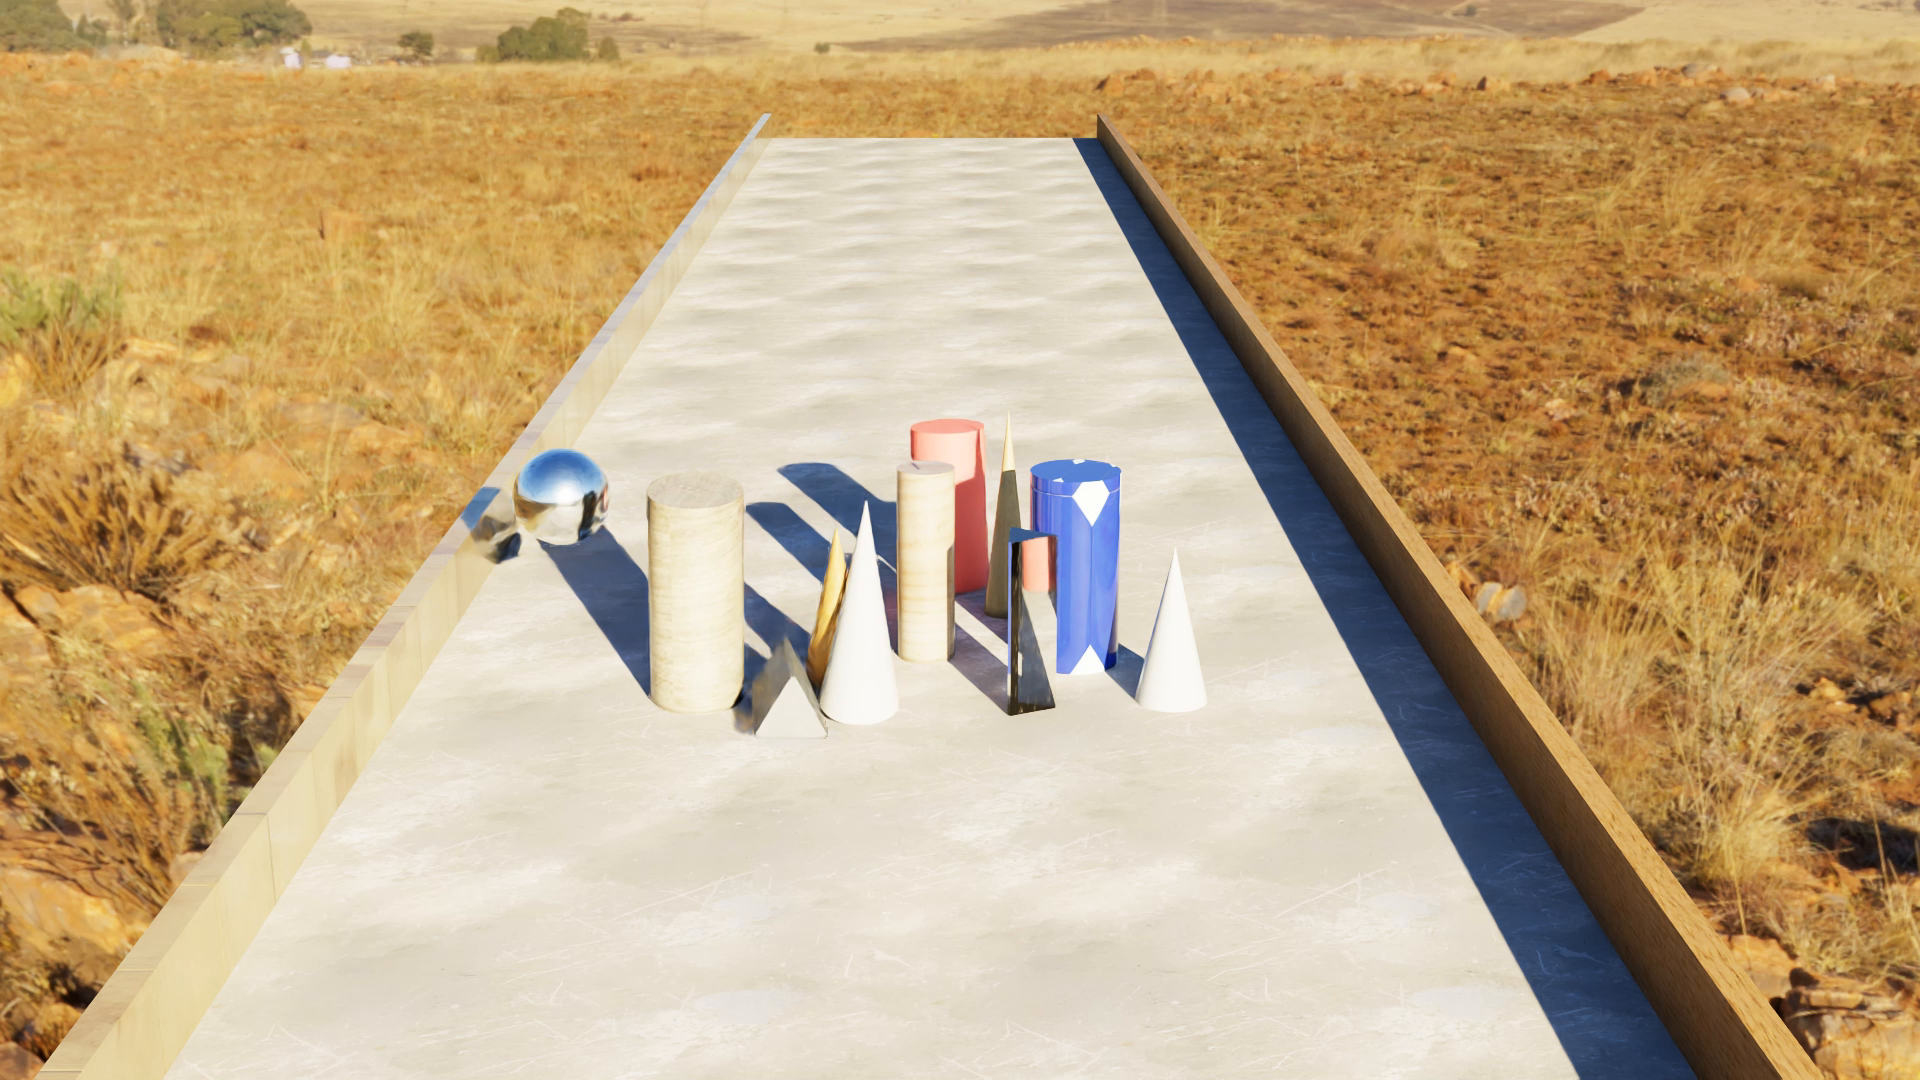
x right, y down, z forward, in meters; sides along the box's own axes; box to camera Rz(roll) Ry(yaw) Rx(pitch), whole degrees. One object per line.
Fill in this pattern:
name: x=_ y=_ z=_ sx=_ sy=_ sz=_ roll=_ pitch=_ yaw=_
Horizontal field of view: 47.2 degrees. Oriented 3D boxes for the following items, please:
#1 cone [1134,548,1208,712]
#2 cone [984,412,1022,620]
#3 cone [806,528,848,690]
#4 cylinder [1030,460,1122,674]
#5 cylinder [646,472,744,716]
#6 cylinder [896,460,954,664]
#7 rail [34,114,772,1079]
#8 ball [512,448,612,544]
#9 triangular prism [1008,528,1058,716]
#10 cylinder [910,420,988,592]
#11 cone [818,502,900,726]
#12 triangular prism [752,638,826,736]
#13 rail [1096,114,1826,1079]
cone: x=0.403 y=0.158 z=4.161 sx=0.140 sy=0.304 sz=0.140 roll=0 pitch=17 yaw=0
cone: x=0.101 y=-0.060 z=4.647 sx=0.101 sy=0.447 sz=0.101 roll=0 pitch=17 yaw=0
cone: x=-0.229 y=0.110 z=4.092 sx=0.125 sy=0.448 sz=0.125 roll=1 pitch=52 yaw=-2
cylinder: x=0.227 y=0.052 z=4.364 sx=0.179 sy=0.392 sz=0.179 roll=0 pitch=17 yaw=0
cylinder: x=-0.494 y=0.100 z=4.119 sx=0.177 sy=0.420 sz=0.177 roll=2 pitch=24 yaw=-1
cylinder: x=-0.068 y=0.044 z=4.392 sx=0.116 sy=0.391 sz=0.116 roll=0 pitch=17 yaw=0
rail: x=-1.118 y=-0.838 z=7.780 sx=0.050 sy=0.150 sz=12.000 roll=0 pitch=17 yaw=-1
ball: x=-0.753 y=-0.083 z=4.160 sx=0.184 sy=0.184 sz=0.184 roll=0 pitch=17 yaw=0
triangular prism: x=0.117 y=0.150 z=4.129 sx=0.101 sy=0.339 sz=0.088 roll=-8 pitch=18 yaw=-25
cylinder: x=-0.023 y=-0.076 z=4.850 sx=0.164 sy=0.355 sz=0.164 roll=-1 pitch=14 yaw=0
cone: x=-0.178 y=0.115 z=4.025 sx=0.152 sy=0.440 sz=0.152 roll=3 pitch=31 yaw=-2
triangular prism: x=-0.317 y=0.266 z=4.049 sx=0.122 sy=0.105 sz=0.314 roll=1 pitch=10 yaw=-8
rail: x=0.932 y=-0.844 z=7.801 sx=0.050 sy=0.150 sz=12.000 roll=0 pitch=17 yaw=-1
